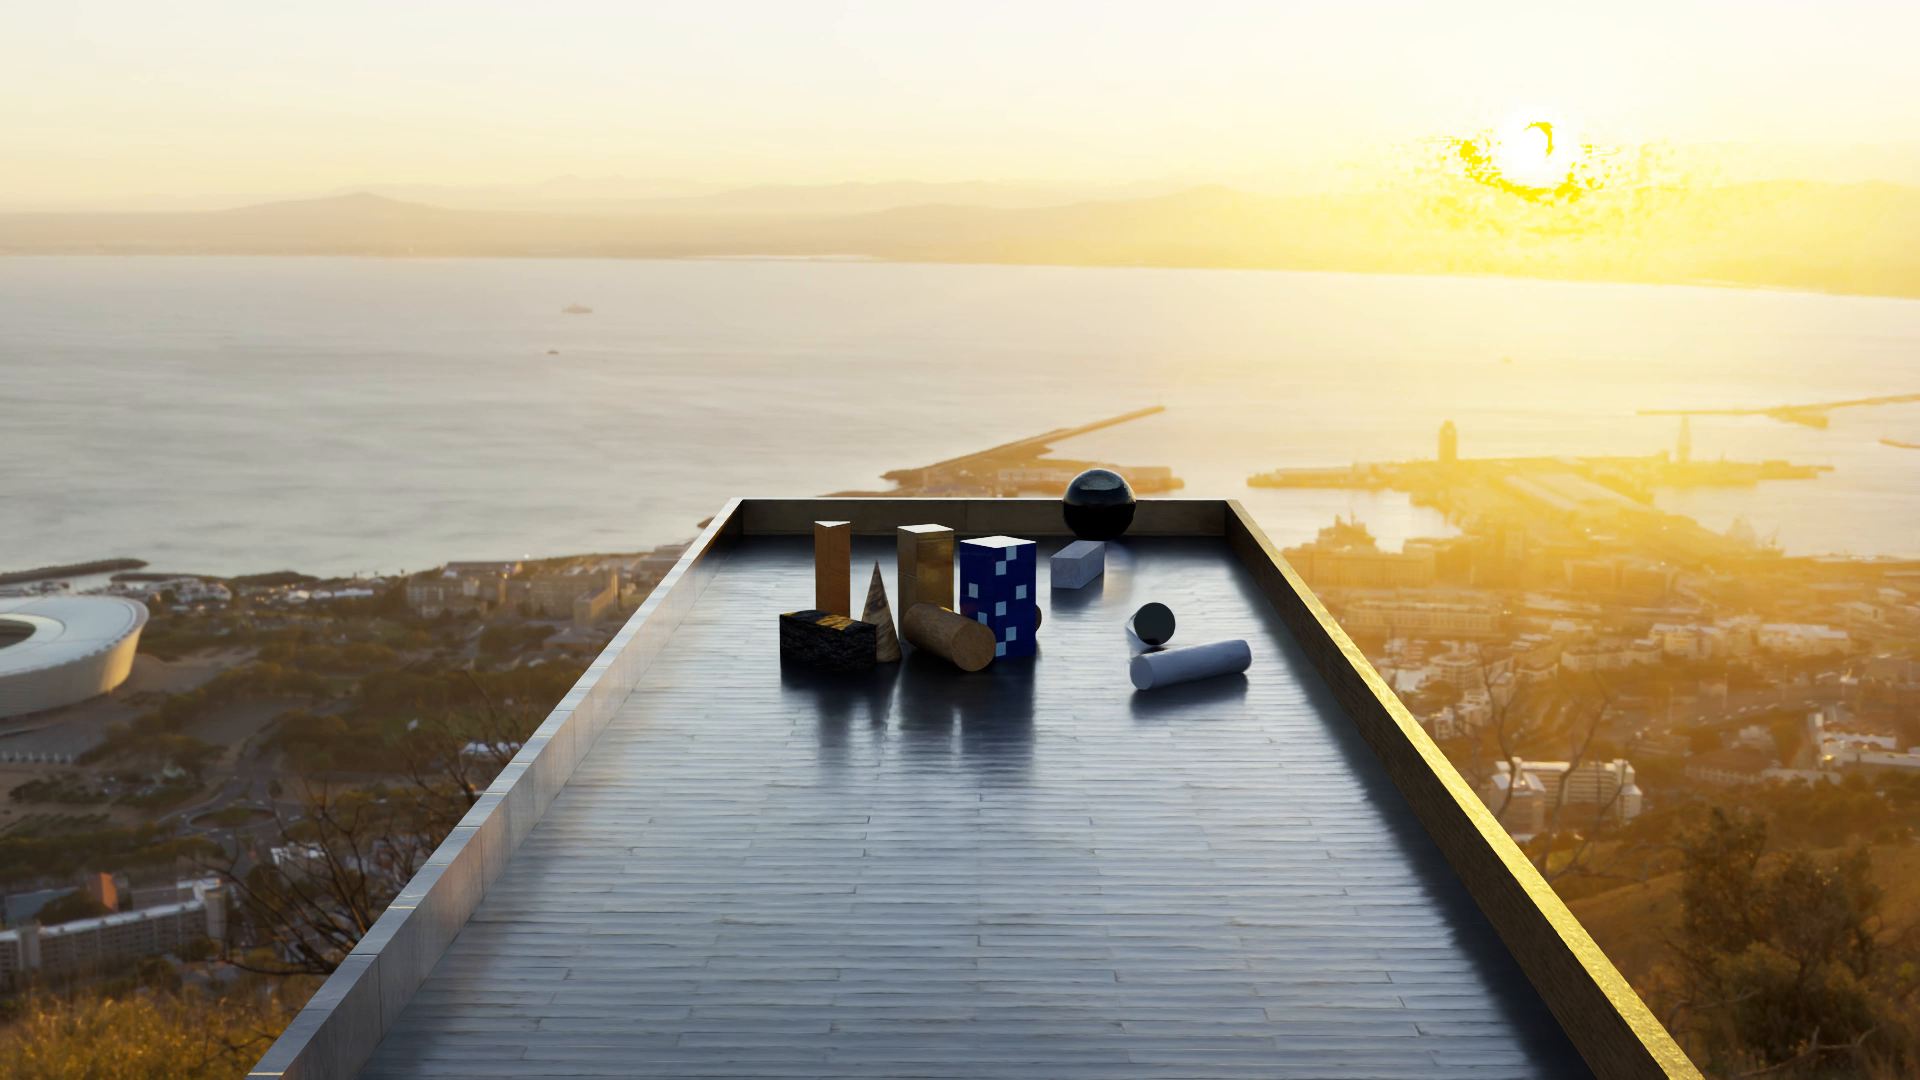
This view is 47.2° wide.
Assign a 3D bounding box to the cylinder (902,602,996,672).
[{"bbox_3d":[-0.035,0.291,6.701,0.148,0.148,0.369,-4,10,-24],"label":"cylinder"}]

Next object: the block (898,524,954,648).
[{"bbox_3d":[-0.108,0.144,6.933,0.132,0.366,0.132,-5,10,-27],"label":"block"}]

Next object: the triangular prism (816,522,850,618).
[{"bbox_3d":[-0.418,0.135,6.939,0.095,0.382,0.110,6,11,34],"label":"triangular prism"}]

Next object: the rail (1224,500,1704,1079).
[{"bbox_3d":[1.046,0.843,3.208,0.050,0.150,12.000,0,9,1],"label":"rail"}]

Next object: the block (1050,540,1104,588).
[{"bbox_3d":[0.435,0.088,8.104,0.109,0.109,0.405,3,9,16],"label":"block"}]

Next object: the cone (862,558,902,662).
[{"bbox_3d":[-0.253,0.207,6.714,0.155,0.310,0.155,0,9,0],"label":"cone"}]

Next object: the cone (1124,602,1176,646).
[{"bbox_3d":[0.577,0.272,7.077,0.137,0.137,0.340,-2,-2,-12],"label":"cone"}]

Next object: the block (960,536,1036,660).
[{"bbox_3d":[0.117,0.177,6.778,0.167,0.348,0.167,-8,12,-40],"label":"block"}]

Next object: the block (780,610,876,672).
[{"bbox_3d":[-0.404,0.304,6.687,0.127,0.127,0.325,-7,12,-39],"label":"block"}]

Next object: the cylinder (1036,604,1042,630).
[{"bbox_3d":[0.131,0.229,7.196,0.115,0.115,0.349,-5,10,-28],"label":"cylinder"}]

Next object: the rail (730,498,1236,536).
[{"bbox_3d":[0.099,-0.098,9.147,2.100,0.150,0.050,0,9,1],"label":"rail"}]

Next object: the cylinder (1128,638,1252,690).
[{"bbox_3d":[0.674,0.360,6.416,0.403,0.100,0.100,-7,12,-38],"label":"cylinder"}]

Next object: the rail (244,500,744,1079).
[{"bbox_3d":[-1.004,0.839,3.234,0.050,0.150,12.000,0,9,1],"label":"rail"}]

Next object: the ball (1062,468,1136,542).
[{"bbox_3d":[0.567,-0.143,8.958,0.298,0.298,0.298,0,9,0],"label":"ball"}]
